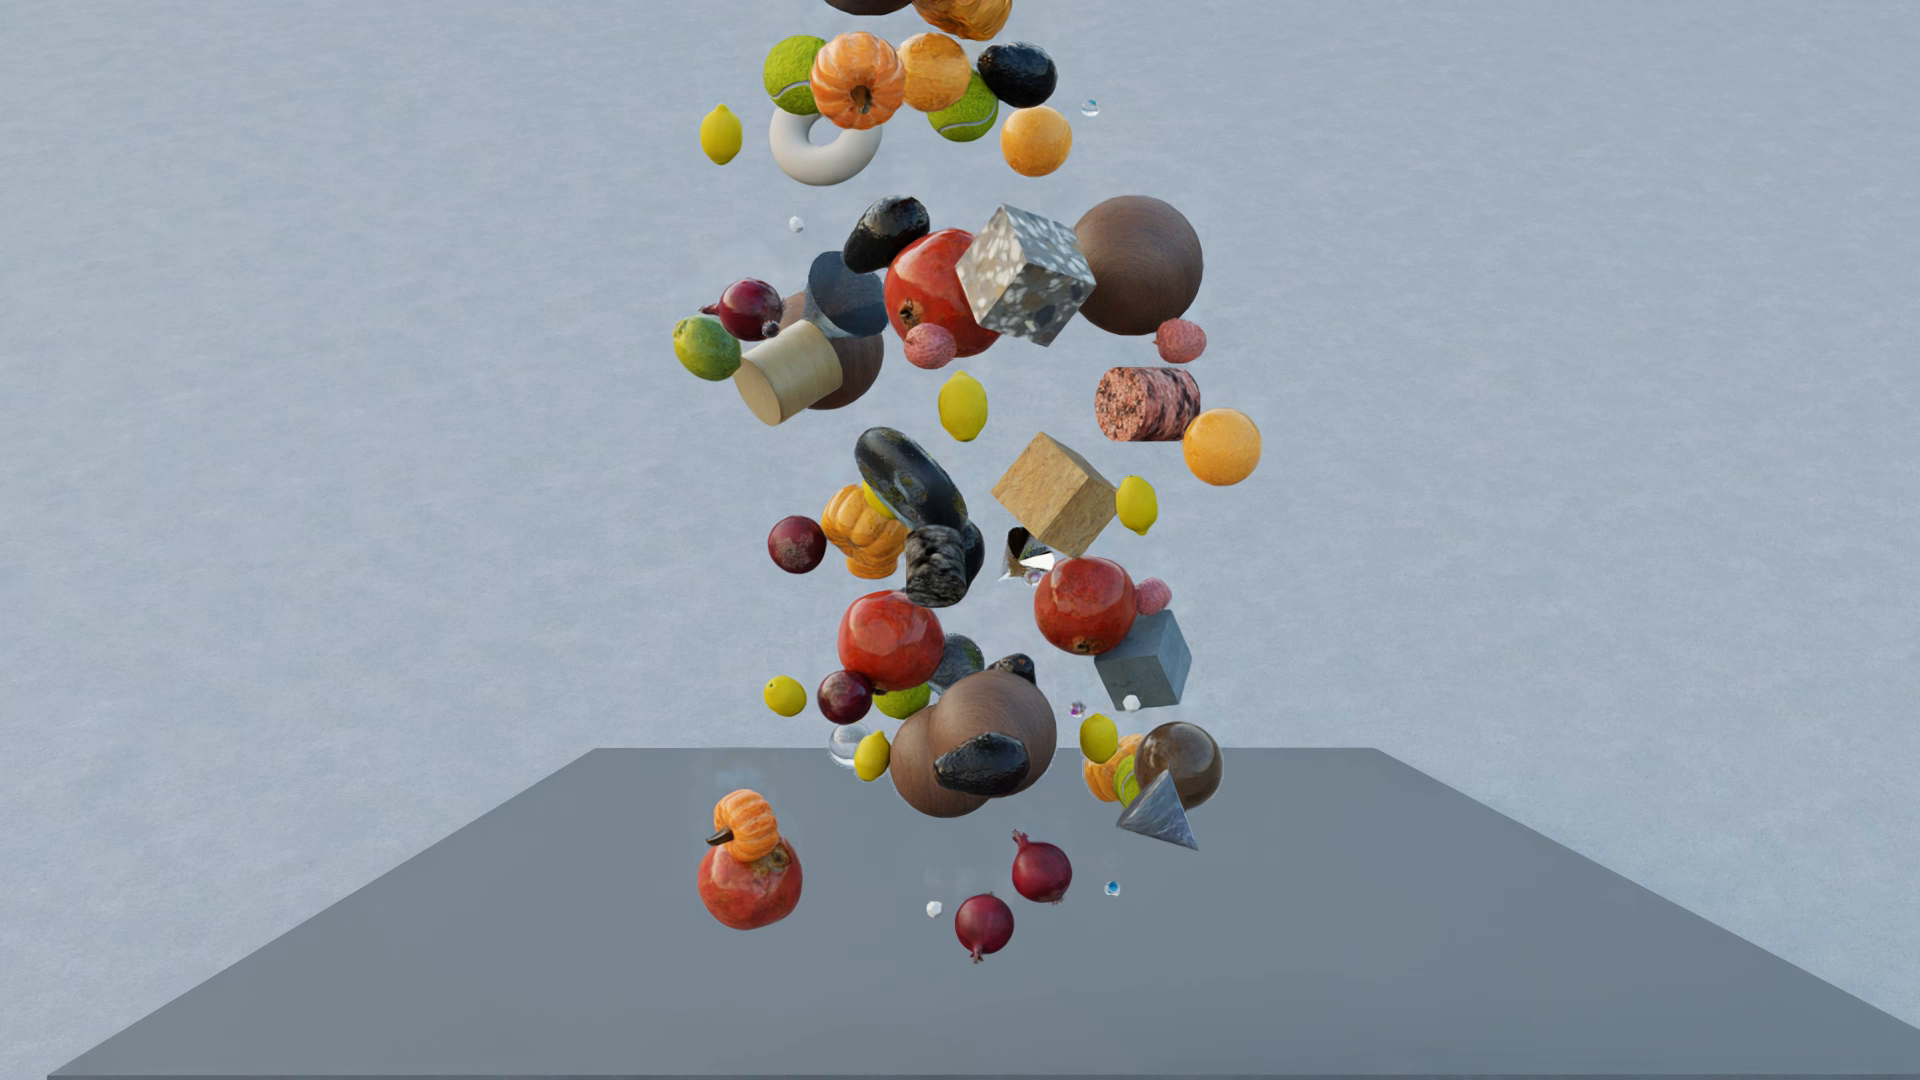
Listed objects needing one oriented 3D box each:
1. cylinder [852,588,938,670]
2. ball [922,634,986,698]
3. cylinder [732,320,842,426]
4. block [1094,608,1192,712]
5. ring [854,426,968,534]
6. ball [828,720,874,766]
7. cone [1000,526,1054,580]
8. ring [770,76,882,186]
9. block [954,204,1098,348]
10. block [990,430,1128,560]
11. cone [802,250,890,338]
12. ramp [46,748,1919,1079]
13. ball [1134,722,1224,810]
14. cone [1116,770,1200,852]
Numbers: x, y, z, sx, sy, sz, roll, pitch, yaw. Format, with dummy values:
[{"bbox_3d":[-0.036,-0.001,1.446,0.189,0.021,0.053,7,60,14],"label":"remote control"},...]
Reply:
[{"bbox_3d":[-0.074,0.100,2.907,0.069,0.069,0.069,-32,16,28],"label":"cylinder"},{"bbox_3d":[-0.007,0.138,2.831,0.070,0.070,0.070,0,29,0],"label":"ball"},{"bbox_3d":[-0.174,-0.168,2.607,0.080,0.080,0.080,-33,42,-25],"label":"cylinder"},{"bbox_3d":[0.205,0.134,2.891,0.076,0.076,0.076,-8,37,26],"label":"block"},{"bbox_3d":[-0.046,-0.052,2.408,0.044,0.131,0.131,-44,44,-13],"label":"ring"},{"bbox_3d":[-0.125,0.236,2.992,0.053,0.053,0.053,0,29,0],"label":"ball"},{"bbox_3d":[0.059,0.027,2.794,0.060,0.060,0.060,24,43,-24],"label":"cone"},{"bbox_3d":[-0.134,-0.409,2.581,0.118,0.039,0.118,-5,72,15],"label":"ring"},{"bbox_3d":[0.056,-0.227,2.219,0.076,0.076,0.076,14,40,-35],"label":"block"},{"bbox_3d":[0.107,-0.048,2.806,0.087,0.087,0.087,46,11,35],"label":"block"},{"bbox_3d":[-0.139,-0.226,2.627,0.098,0.098,0.098,21,53,-30],"label":"cone"},{"bbox_3d":[0.066,0.590,4.642,2.000,0.100,4.000,0,0,0],"label":"ramp"},{"bbox_3d":[0.233,0.241,2.755,0.095,0.095,0.095,0,29,0],"label":"ball"},{"bbox_3d":[0.204,0.275,2.501,0.076,0.076,0.076,43,37,-1],"label":"cone"}]
